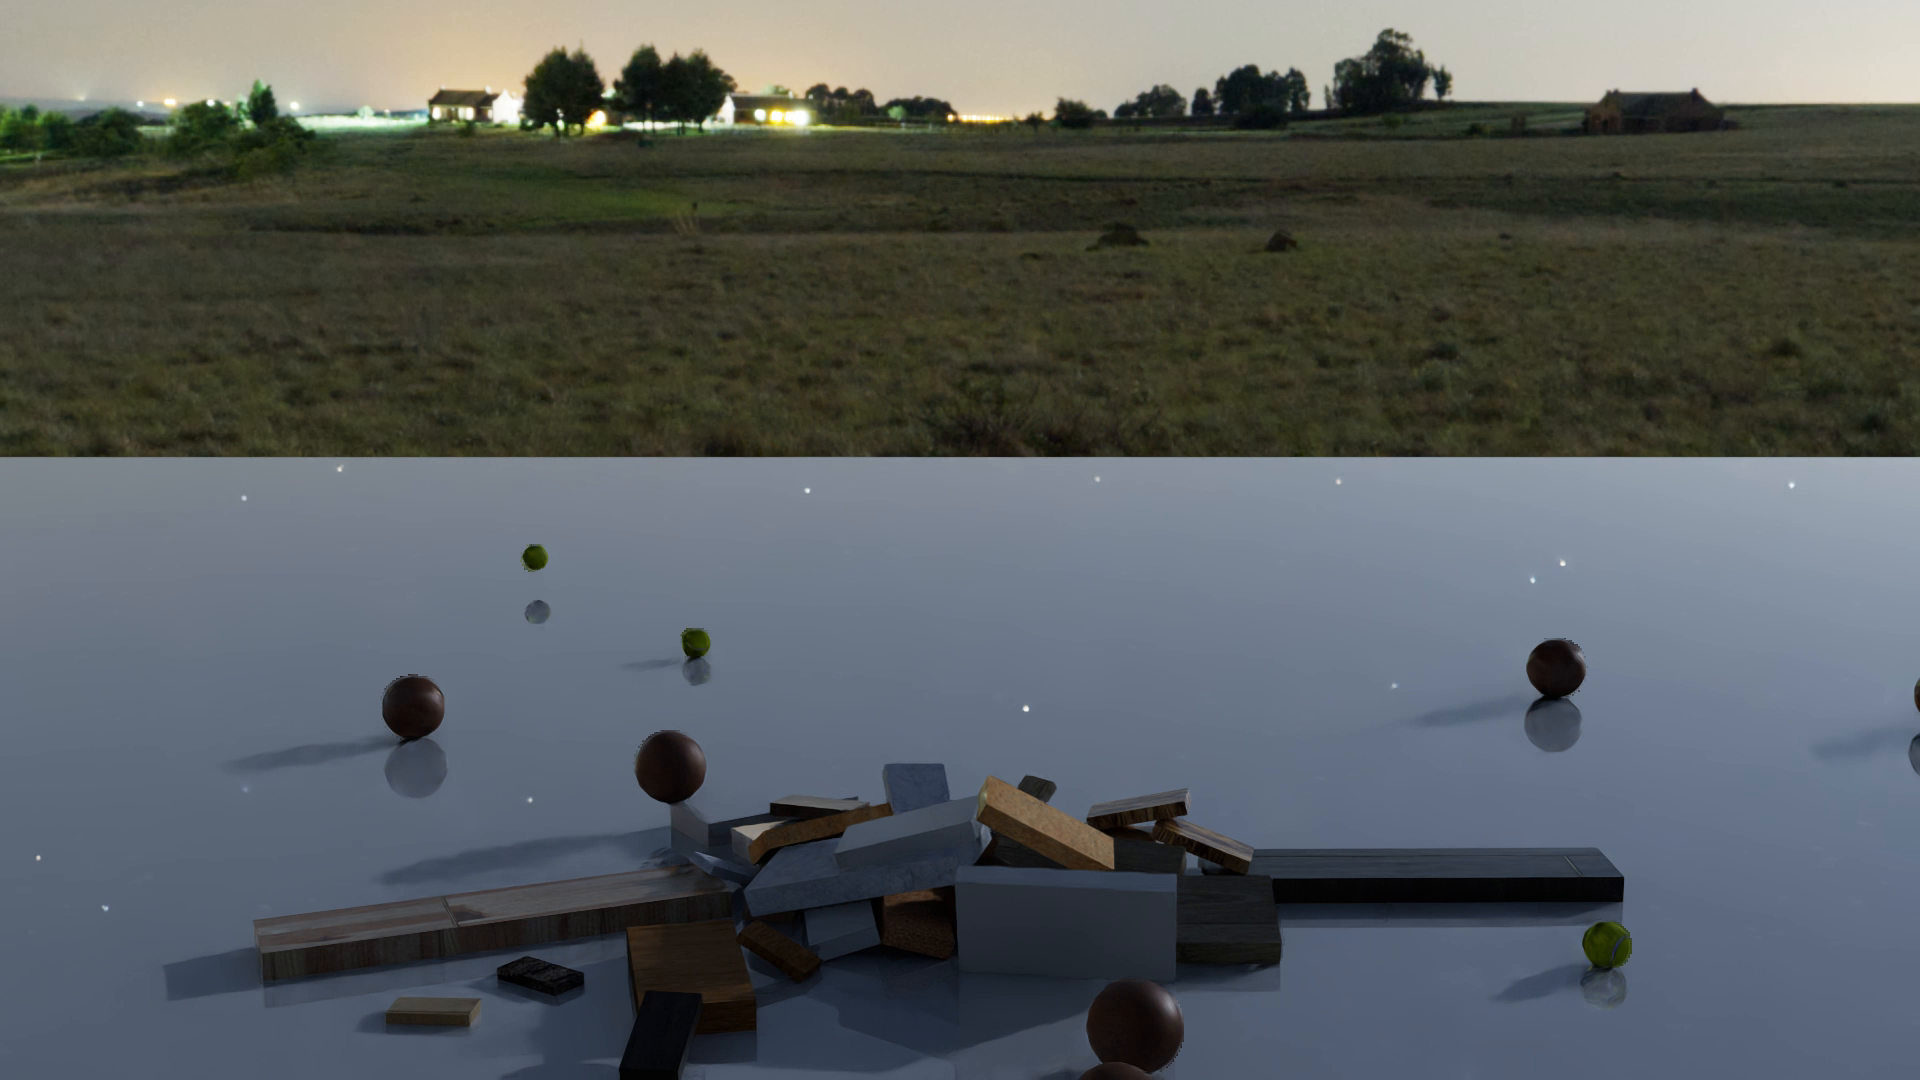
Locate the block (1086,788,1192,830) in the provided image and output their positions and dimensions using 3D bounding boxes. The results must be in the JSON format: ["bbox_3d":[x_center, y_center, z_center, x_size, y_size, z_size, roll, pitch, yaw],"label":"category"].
[{"bbox_3d":[0.302,0.455,3.713,0.168,0.024,0.084,-11,6,12],"label":"block"}]

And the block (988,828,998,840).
[{"bbox_3d":[-0.056,0.502,3.668,0.215,0.030,0.108,-18,14,-11],"label":"block"}]

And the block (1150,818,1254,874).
[{"bbox_3d":[0.405,0.505,3.674,0.168,0.024,0.084,21,12,8],"label":"block"}]

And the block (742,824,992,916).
[{"bbox_3d":[-0.147,0.518,3.506,0.368,0.046,0.163,-13,13,22],"label":"block"}]

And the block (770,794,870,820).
[{"bbox_3d":[-0.250,0.480,3.928,0.159,0.023,0.080,2,6,24],"label":"block"}]

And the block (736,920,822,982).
[{"bbox_3d":[-0.273,0.621,3.325,0.121,0.017,0.060,29,19,16],"label":"block"}]

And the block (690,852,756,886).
[{"bbox_3d":[-0.388,0.551,3.663,0.061,0.017,0.121,25,-1,44],"label":"block"}]

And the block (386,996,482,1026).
[{"bbox_3d":[-0.755,0.676,3.157,0.121,0.017,0.060,1,11,3],"label":"block"}]

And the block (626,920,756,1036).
[{"bbox_3d":[-0.400,0.645,3.248,0.163,0.046,0.326,-2,11,-11],"label":"block"}]

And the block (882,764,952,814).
[{"bbox_3d":[-0.066,0.481,3.840,0.107,0.030,0.214,2,43,-15],"label":"block"}]

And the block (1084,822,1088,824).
[{"bbox_3d":[0.189,0.498,3.834,0.076,0.022,0.278,10,-7,42],"label":"block"}]

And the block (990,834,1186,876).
[{"bbox_3d":[0.202,0.545,3.564,0.302,0.043,0.151,6,40,16],"label":"block"}]

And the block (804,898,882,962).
[{"bbox_3d":[-0.189,0.593,3.461,0.107,0.030,0.214,-17,15,-3],"label":"block"}]

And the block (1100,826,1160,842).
[{"bbox_3d":[0.248,0.501,3.694,0.167,0.024,0.084,1,10,9],"label":"block"}]

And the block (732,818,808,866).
[{"bbox_3d":[-0.232,0.521,3.872,0.308,0.044,0.154,-5,4,-22],"label":"block"}]

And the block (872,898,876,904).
[{"bbox_3d":[-0.096,0.552,3.640,0.215,0.030,0.108,-18,15,-13],"label":"block"}]

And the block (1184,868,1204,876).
[{"bbox_3d":[0.324,0.575,3.669,0.167,0.024,0.084,-2,11,-1],"label":"block"}]

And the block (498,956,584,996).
[{"bbox_3d":[-0.627,0.652,3.290,0.121,0.017,0.060,7,13,34],"label":"block"}]

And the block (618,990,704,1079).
[{"bbox_3d":[-0.407,0.678,3.003,0.080,0.023,0.159,2,28,6],"label":"block"}]

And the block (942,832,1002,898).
[{"bbox_3d":[0.029,0.538,3.693,0.215,0.030,0.108,-21,15,-18],"label":"block"}]

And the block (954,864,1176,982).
[{"bbox_3d":[0.160,0.574,3.292,0.326,0.163,0.046,1,27,8],"label":"block"}]

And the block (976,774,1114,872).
[{"bbox_3d":[0.136,0.456,3.463,0.227,0.032,0.113,28,17,-6],"label":"block"}]

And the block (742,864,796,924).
[{"bbox_3d":[-0.301,0.580,3.606,0.080,0.023,0.159,1,18,6],"label":"block"}]

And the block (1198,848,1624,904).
[{"bbox_3d":[0.751,0.563,3.696,0.686,0.043,0.151,0,11,-1],"label":"block"}]

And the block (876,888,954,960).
[{"bbox_3d":[-0.074,0.586,3.464,0.107,0.030,0.214,15,14,-10],"label":"block"}]

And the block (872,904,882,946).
[{"bbox_3d":[-0.139,0.612,3.502,0.065,0.018,0.130,3,11,13],"label":"block"}]

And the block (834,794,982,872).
[{"bbox_3d":[-0.077,0.462,3.471,0.227,0.032,0.113,-15,12,12],"label":"block"}]

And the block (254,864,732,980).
[{"bbox_3d":[-0.735,0.601,3.492,0.727,0.044,0.154,-4,11,-22],"label":"block"}]

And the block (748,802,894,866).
[{"bbox_3d":[-0.235,0.498,3.724,0.227,0.032,0.113,-10,-18,-24],"label":"block"}]

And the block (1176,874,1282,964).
[{"bbox_3d":[0.338,0.587,3.412,0.302,0.043,0.151,0,34,0],"label":"block"}]

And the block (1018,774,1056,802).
[{"bbox_3d":[0.113,0.485,3.966,0.065,0.018,0.130,10,55,44],"label":"block"}]

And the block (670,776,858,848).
[{"bbox_3d":[-0.359,0.498,4.045,0.308,0.044,0.154,-7,12,-32],"label":"block"}]
